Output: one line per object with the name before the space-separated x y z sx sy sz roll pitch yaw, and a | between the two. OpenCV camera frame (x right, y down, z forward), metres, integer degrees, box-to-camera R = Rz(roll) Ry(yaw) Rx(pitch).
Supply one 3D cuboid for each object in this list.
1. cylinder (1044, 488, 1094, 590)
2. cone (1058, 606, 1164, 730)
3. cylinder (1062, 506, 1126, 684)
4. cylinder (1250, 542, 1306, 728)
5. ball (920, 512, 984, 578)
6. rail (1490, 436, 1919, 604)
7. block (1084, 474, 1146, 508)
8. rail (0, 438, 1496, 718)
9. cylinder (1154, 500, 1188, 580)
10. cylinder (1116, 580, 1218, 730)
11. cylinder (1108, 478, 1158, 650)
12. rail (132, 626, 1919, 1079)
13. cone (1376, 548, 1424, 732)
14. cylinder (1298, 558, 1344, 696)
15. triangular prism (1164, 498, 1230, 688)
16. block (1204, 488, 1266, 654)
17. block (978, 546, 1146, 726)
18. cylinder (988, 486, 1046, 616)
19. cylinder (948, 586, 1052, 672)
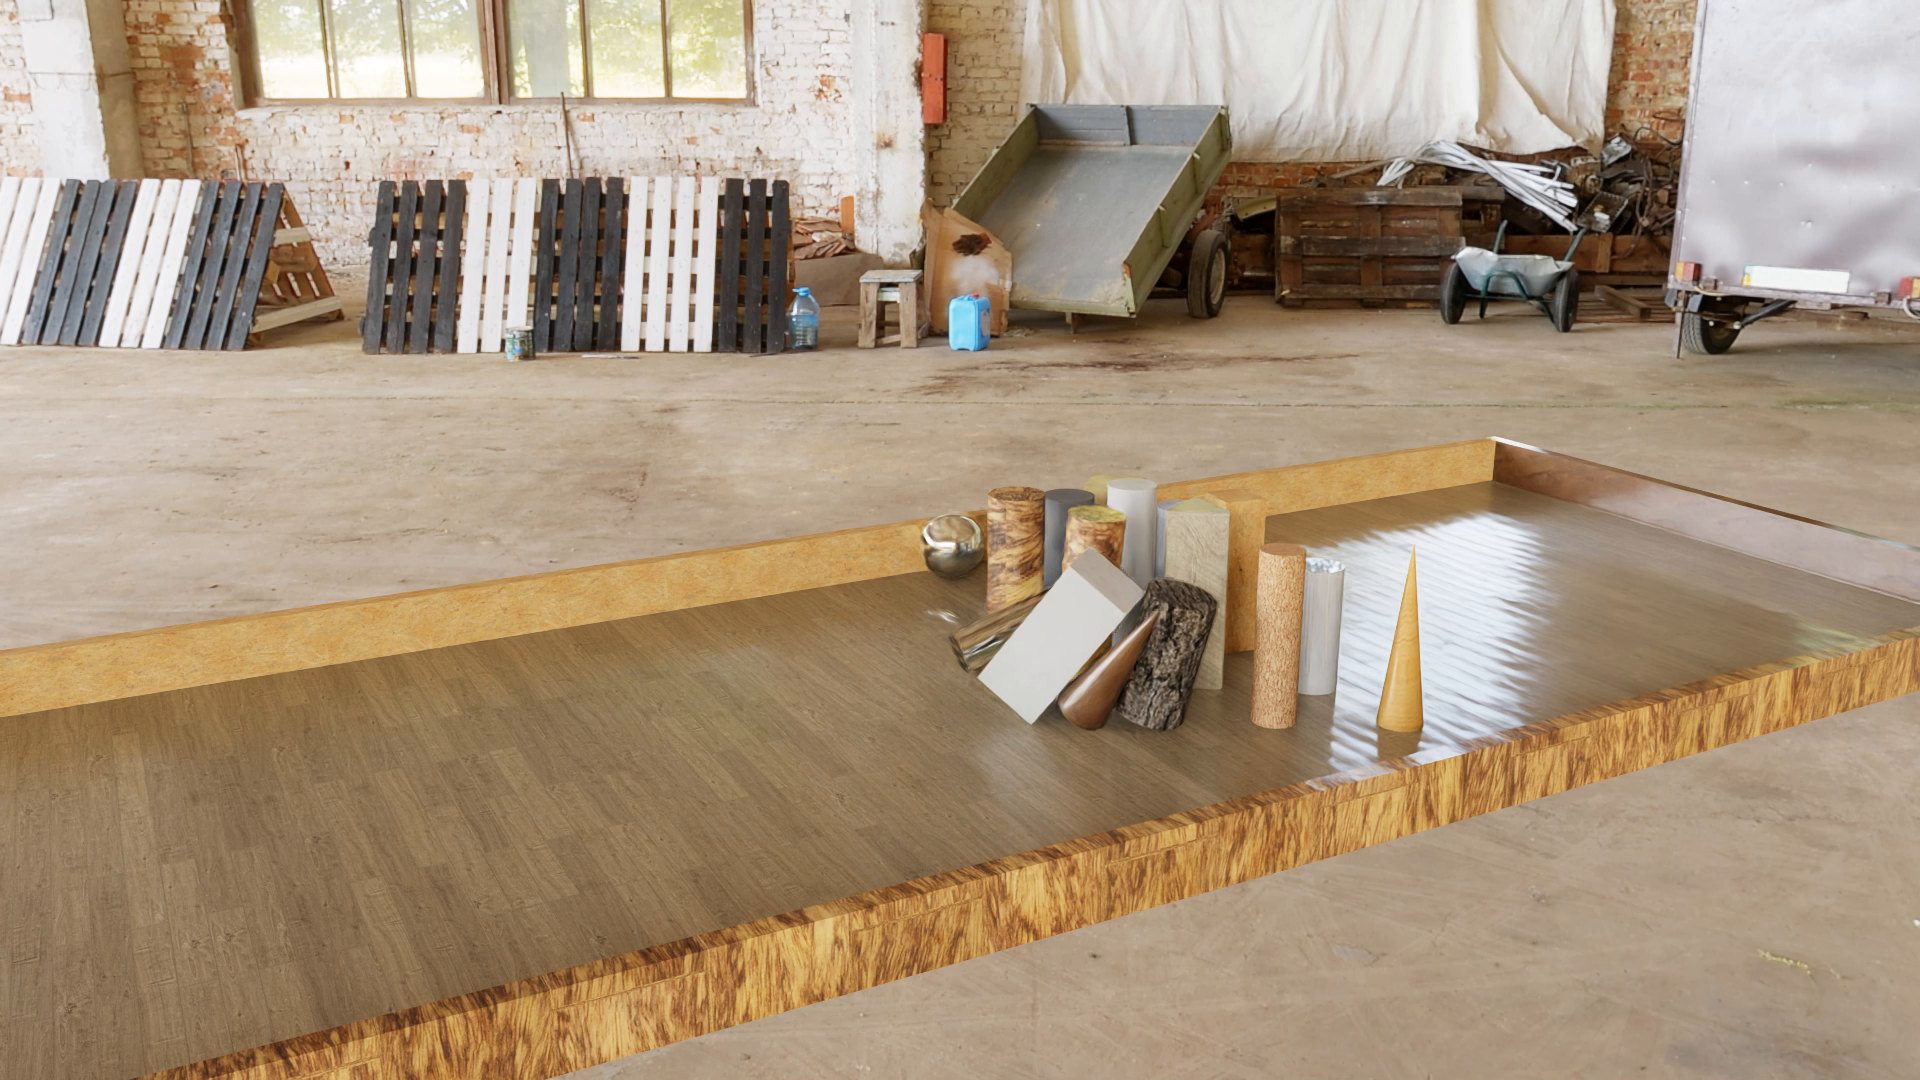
cylinder | 0.299 0.042 4.598 0.145 0.345 0.145 0 16 0
cone | 0.368 0.269 3.744 0.130 0.395 0.130 16 44 -17
cylinder | 0.318 0.140 4.098 0.144 0.429 0.144 5 17 -1
cylinder | 0.742 0.224 3.846 0.106 0.422 0.106 0 16 0
ball | -0.024 0.017 4.946 0.197 0.197 0.197 0 16 0
rail | 2.466 -0.048 5.253 0.050 0.150 2.100 -9 18 -27
block | 0.451 -0.017 4.842 0.152 0.322 0.152 5 17 17
rail | -3.305 0.497 3.399 12.000 0.150 0.050 -9 18 -27
cylinder | 0.608 0.058 4.594 0.130 0.318 0.130 0 16 0
cylinder | 0.479 0.267 3.847 0.165 0.309 0.165 12 22 -5
cylinder | 0.448 0.066 4.347 0.129 0.441 0.129 0 16 0
rail | -2.336 1.006 1.665 12.000 0.150 0.050 -9 18 -27
cone | 1.037 0.216 3.825 0.109 0.448 0.109 0 16 0
cylinder | 0.876 0.213 4.073 0.126 0.315 0.126 0 16 0
triangular prism | 0.581 0.131 4.104 0.153 0.455 0.133 1 16 5
block | 0.717 0.081 4.347 0.116 0.412 0.116 -6 17 -18
block | 0.238 0.224 3.876 0.169 0.376 0.169 41 26 6
cylinder | 0.148 0.076 4.370 0.152 0.410 0.152 0 16 0
cylinder | 0.162 0.214 4.232 0.372 0.110 0.110 -24 23 -13
